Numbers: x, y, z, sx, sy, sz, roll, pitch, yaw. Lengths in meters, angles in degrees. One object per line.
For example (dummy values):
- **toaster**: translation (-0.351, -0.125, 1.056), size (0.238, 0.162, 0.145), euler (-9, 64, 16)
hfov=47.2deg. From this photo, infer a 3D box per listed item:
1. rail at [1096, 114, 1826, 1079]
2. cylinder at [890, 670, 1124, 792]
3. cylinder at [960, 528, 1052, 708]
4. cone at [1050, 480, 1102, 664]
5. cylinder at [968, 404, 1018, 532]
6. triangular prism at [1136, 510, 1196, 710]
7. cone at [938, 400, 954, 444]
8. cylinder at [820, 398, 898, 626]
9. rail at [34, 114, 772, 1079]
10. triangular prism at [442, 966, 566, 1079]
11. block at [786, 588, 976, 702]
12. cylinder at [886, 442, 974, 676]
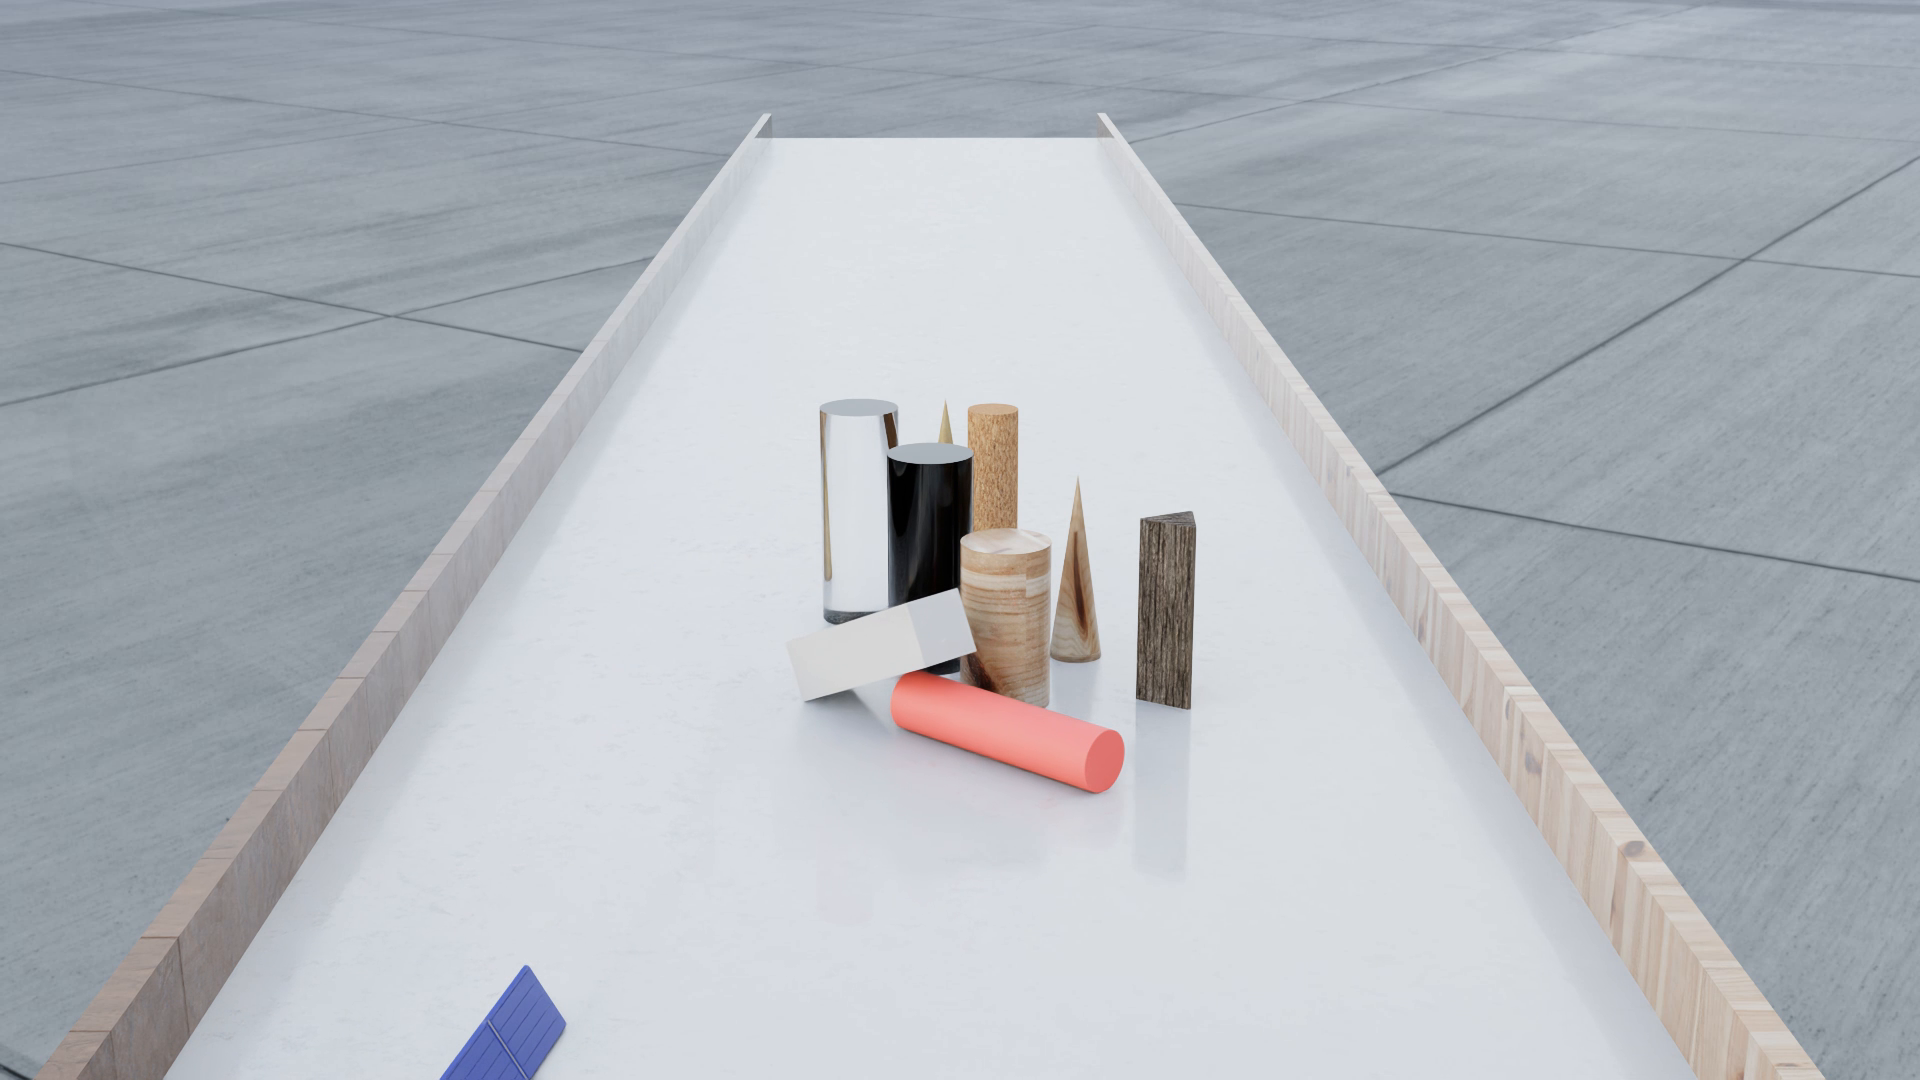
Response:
- **rail**: translation (0.932, -0.844, 7.801), size (0.050, 0.150, 12.000), euler (0, 17, -1)
- **cylinder**: translation (0.079, 0.335, 3.904), size (0.453, 0.111, 0.111), euler (14, 22, 40)
- **cylinder**: translation (0.086, 0.154, 4.152), size (0.171, 0.317, 0.171), euler (0, 17, 0)
- **cone**: translation (0.233, 0.050, 4.395), size (0.106, 0.379, 0.106), euler (0, 17, 0)
- **cylinder**: translation (0.069, -0.057, 4.629), size (0.106, 0.449, 0.106), euler (0, 17, 0)
- **triangular prism**: translation (0.411, 0.128, 4.169), size (0.115, 0.357, 0.099), euler (10, 19, 31)
- **cone**: translation (-0.032, -0.112, 4.869), size (0.138, 0.418, 0.138), euler (0, 17, 0)
- **cylinder**: translation (-0.209, -0.057, 4.621), size (0.165, 0.454, 0.165), euler (0, 17, 0)
- **rail**: translation (-1.118, -0.838, 7.780), size (0.050, 0.150, 12.000), euler (0, 17, -1)
- **triangular prism**: translation (-0.612, 0.663, 2.834), size (0.102, 0.089, 0.325), euler (2, 17, 9)
- **block**: translation (-0.152, 0.197, 4.068), size (0.119, 0.119, 0.410), euler (-16, -2, -38)
- **cylinder**: translation (-0.058, 0.037, 4.348), size (0.170, 0.430, 0.170), euler (0, 17, 0)
